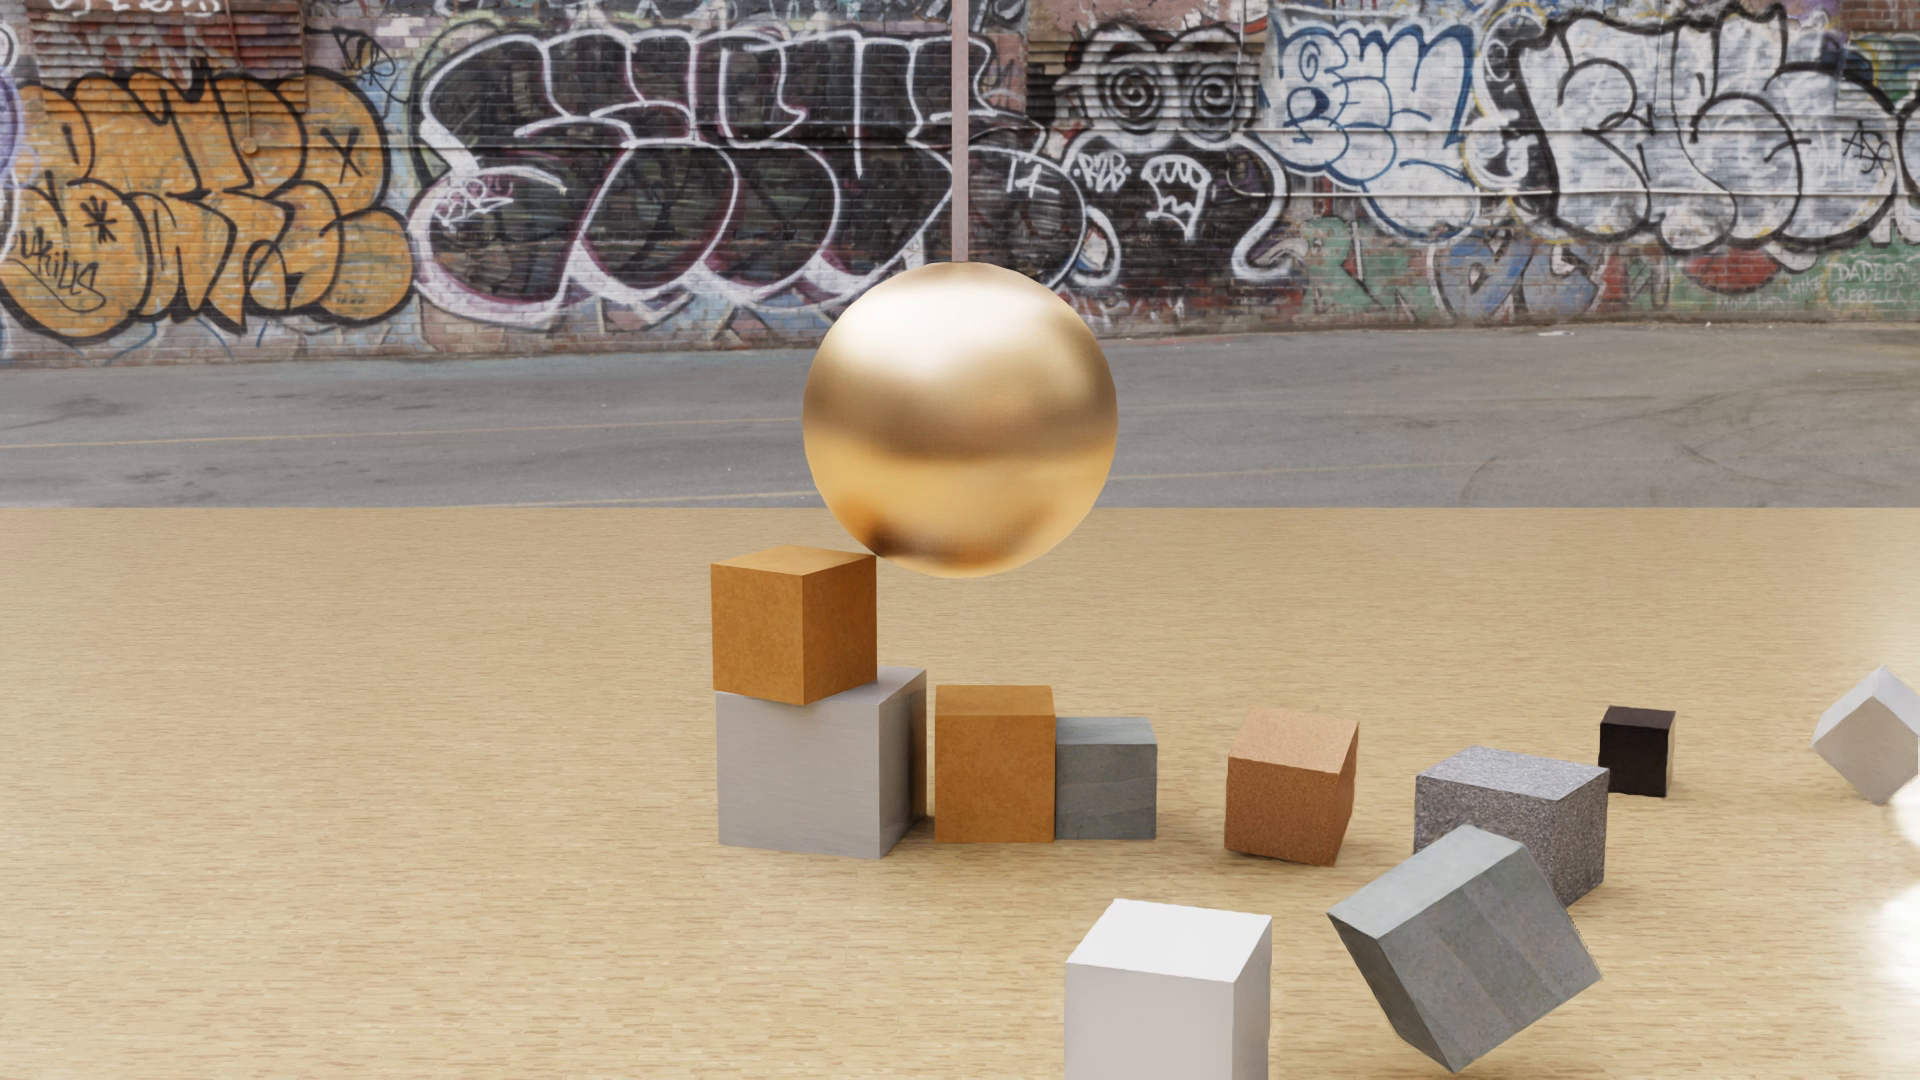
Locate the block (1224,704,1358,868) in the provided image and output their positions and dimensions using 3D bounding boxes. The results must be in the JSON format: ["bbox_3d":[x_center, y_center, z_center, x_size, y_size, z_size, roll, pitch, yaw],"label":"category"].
[{"bbox_3d":[1.651,1.217,10.949,0.544,0.534,0.537,8,26,18],"label":"block"}]

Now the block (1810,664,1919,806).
[{"bbox_3d":[4.940,1.047,11.816,0.465,0.453,0.432,43,34,8],"label":"block"}]

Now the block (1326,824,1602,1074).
[{"bbox_3d":[1.840,1.487,8.102,0.638,0.560,0.616,-31,4,-7],"label":"block"}]

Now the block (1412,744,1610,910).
[{"bbox_3d":[2.616,1.372,10.448,0.693,0.563,0.646,8,13,36],"label":"block"}]

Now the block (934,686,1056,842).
[{"bbox_3d":[0.177,1.150,11.378,0.605,0.666,0.620,0,10,0],"label":"block"}]

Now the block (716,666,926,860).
[{"bbox_3d":[-0.697,1.105,11.284,0.857,0.789,0.784,3,11,16],"label":"block"}]

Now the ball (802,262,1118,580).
[{"bbox_3d":[0.000,-0.603,11.104,1.600,1.600,1.600,0,10,0],"label":"ball"}]

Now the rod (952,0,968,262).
[{"bbox_3d":[0.000,-3.945,10.478,0.080,5.200,0.080,0,11,0],"label":"rod"}]

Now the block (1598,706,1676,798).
[{"bbox_3d":[3.727,1.160,12.113,0.356,0.384,0.413,4,11,22],"label":"block"}]

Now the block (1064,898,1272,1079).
[{"bbox_3d":[0.761,1.765,7.967,0.597,0.677,0.691,3,11,18],"label":"block"}]

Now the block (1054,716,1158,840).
[{"bbox_3d":[0.741,1.229,11.405,0.511,0.501,0.538,0,10,0],"label":"block"}]

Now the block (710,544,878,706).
[{"bbox_3d":[-0.829,0.415,11.069,0.564,0.645,0.627,7,12,32],"label":"block"}]
